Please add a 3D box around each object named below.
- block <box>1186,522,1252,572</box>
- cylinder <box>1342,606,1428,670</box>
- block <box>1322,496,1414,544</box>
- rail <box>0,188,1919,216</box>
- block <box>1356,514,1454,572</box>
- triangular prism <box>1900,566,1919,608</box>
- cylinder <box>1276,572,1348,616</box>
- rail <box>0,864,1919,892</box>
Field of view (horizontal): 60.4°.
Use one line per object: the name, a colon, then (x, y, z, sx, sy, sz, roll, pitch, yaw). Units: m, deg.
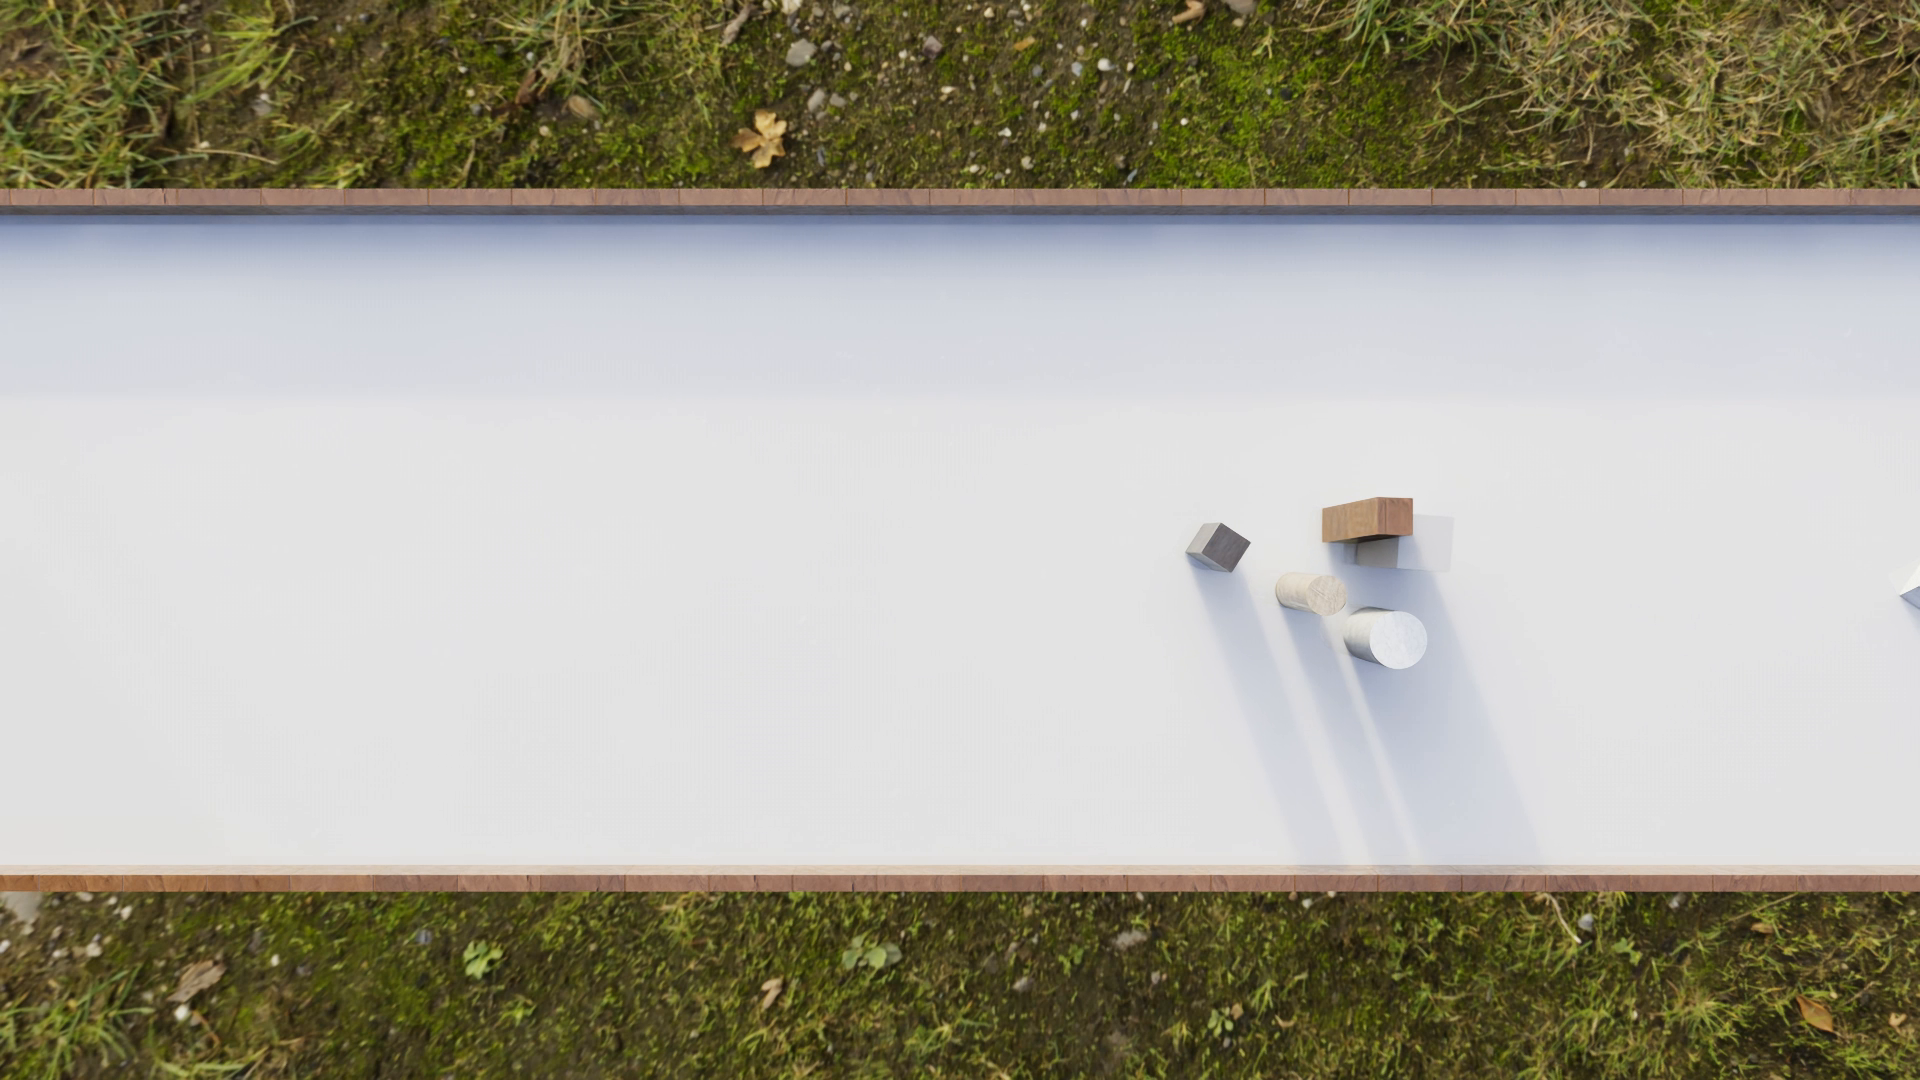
block: (0.765, 0.022, 4.906, 0.105, 0.341, 0.105, 33, 90, 0)
cylinder: (1.261, 0.288, 4.910, 0.166, 0.334, 0.166, 0, 90, 0)
block: (1.194, -0.055, 4.853, 0.105, 0.431, 0.105, 2, 86, -8)
rail: (-2.247, -1.025, 5.002, 12.000, 0.150, 0.050, 0, 90, 0)
block: (1.321, 0.006, 4.907, 0.160, 0.321, 0.160, 5, 90, -7)
triangular prism: (3.100, 0.224, 5.011, 0.409, 0.124, 0.143, 34, 90, 0)
cylinder: (1.027, 0.155, 4.847, 0.114, 0.459, 0.114, 0, 90, 0)
rail: (-2.247, 1.025, 5.001, 12.000, 0.150, 0.050, 0, 90, 0)
